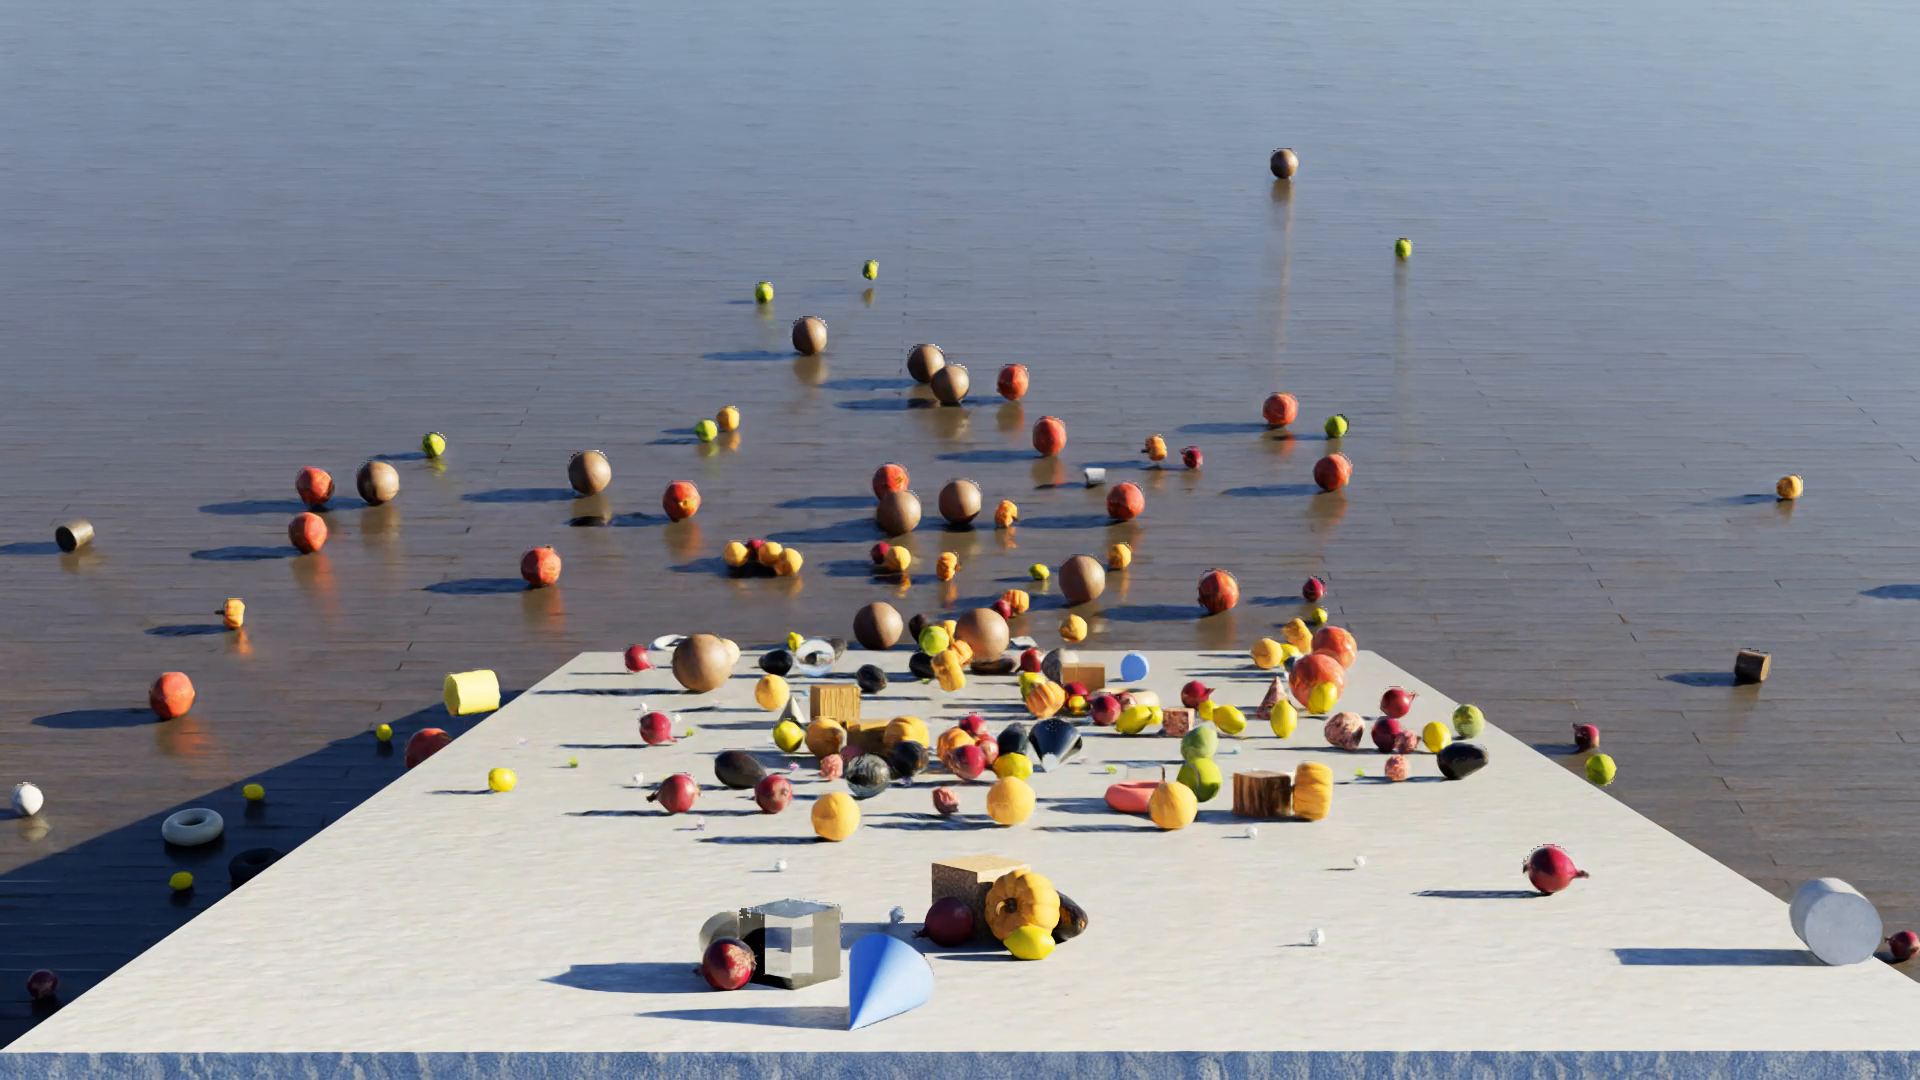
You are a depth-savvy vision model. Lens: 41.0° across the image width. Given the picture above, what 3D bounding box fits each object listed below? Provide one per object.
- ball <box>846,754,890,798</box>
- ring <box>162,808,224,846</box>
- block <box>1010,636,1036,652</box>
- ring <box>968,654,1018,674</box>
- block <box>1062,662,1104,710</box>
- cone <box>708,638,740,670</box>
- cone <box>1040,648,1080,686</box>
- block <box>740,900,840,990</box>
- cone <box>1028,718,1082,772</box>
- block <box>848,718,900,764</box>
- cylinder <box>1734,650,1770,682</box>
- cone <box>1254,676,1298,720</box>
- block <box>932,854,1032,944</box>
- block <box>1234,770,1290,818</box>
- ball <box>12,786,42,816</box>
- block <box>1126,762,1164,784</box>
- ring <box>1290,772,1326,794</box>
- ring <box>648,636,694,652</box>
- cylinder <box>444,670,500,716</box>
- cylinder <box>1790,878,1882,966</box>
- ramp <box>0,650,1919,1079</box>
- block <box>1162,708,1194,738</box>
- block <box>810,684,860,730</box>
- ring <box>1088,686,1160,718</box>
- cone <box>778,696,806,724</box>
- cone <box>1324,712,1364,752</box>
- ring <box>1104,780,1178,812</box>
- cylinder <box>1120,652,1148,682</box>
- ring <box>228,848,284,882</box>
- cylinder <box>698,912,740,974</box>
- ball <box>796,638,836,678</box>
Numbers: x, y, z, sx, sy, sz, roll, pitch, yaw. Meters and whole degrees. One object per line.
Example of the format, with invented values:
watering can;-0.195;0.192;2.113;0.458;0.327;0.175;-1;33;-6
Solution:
ball;-0.148;0.379;4.133;0.072;0.072;0.072;0;21;0
ring;-1.727;0.646;5.784;0.136;0.045;0.136;0;20;0
block;0.166;0.289;6.697;0.055;0.055;0.055;-6;22;-15
ring;0.078;0.291;6.028;0.115;0.038;0.115;0;3;0
block;0.256;0.304;5.353;0.087;0.087;0.087;0;3;0
cone;-0.567;0.288;6.106;0.078;0.078;0.078;1;30;2
cone;0.227;0.305;5.755;0.088;0.088;0.088;-1;32;-1
block;-0.188;0.447;2.843;0.079;0.079;0.079;2;4;37
cone;0.158;0.376;4.450;0.095;0.095;0.095;4;30;10
block;-0.154;0.356;4.541;0.073;0.073;0.073;-1;3;-20
cylinder;2.032;0.322;6.592;0.067;0.067;0.067;13;25;31
cone;0.636;0.314;5.168;0.087;0.087;0.087;0;3;0
block;0.025;0.430;3.088;0.085;0.085;0.085;-3;4;-40
block;0.466;0.392;3.968;0.062;0.062;0.062;-2;4;-33
ball;-2.135;0.595;5.881;0.068;0.068;0.068;0;21;0
block;0.296;0.388;4.104;0.056;0.056;0.056;0;3;-1
ring;0.559;0.397;4.204;0.081;0.027;0.081;-1;3;0
ring;-0.756;0.285;6.729;0.121;0.040;0.121;-1;21;0
cylinder;-1.010;0.316;5.314;0.087;0.087;0.087;-7;22;-33
cylinder;1.004;0.437;2.948;0.085;0.085;0.085;2;4;6
ramp;0.049;0.443;4.532;2.000;0.100;4.000;0;3;0
block;0.416;0.348;4.890;0.050;0.050;0.050;1;3;17
block;-0.245;0.326;5.028;0.080;0.080;0.080;-1;3;-18
ring;0.332;0.330;5.228;0.148;0.049;0.148;-1;4;0
cone;-0.334;0.333;5.102;0.056;0.056;0.056;0;3;0
cone;0.712;0.366;4.691;0.076;0.076;0.076;-3;30;-7
ring;0.283;0.402;4.021;0.114;0.038;0.114;0;4;0
cylinder;0.396;0.289;5.847;0.060;0.060;0.060;3;4;8
ring;-1.536;0.712;5.619;0.122;0.041;0.122;-1;20;0
cylinder;-0.258;0.453;2.886;0.060;0.060;0.060;-7;2;-16
ball;-0.333;0.270;5.920;0.092;0.092;0.092;0;21;0
